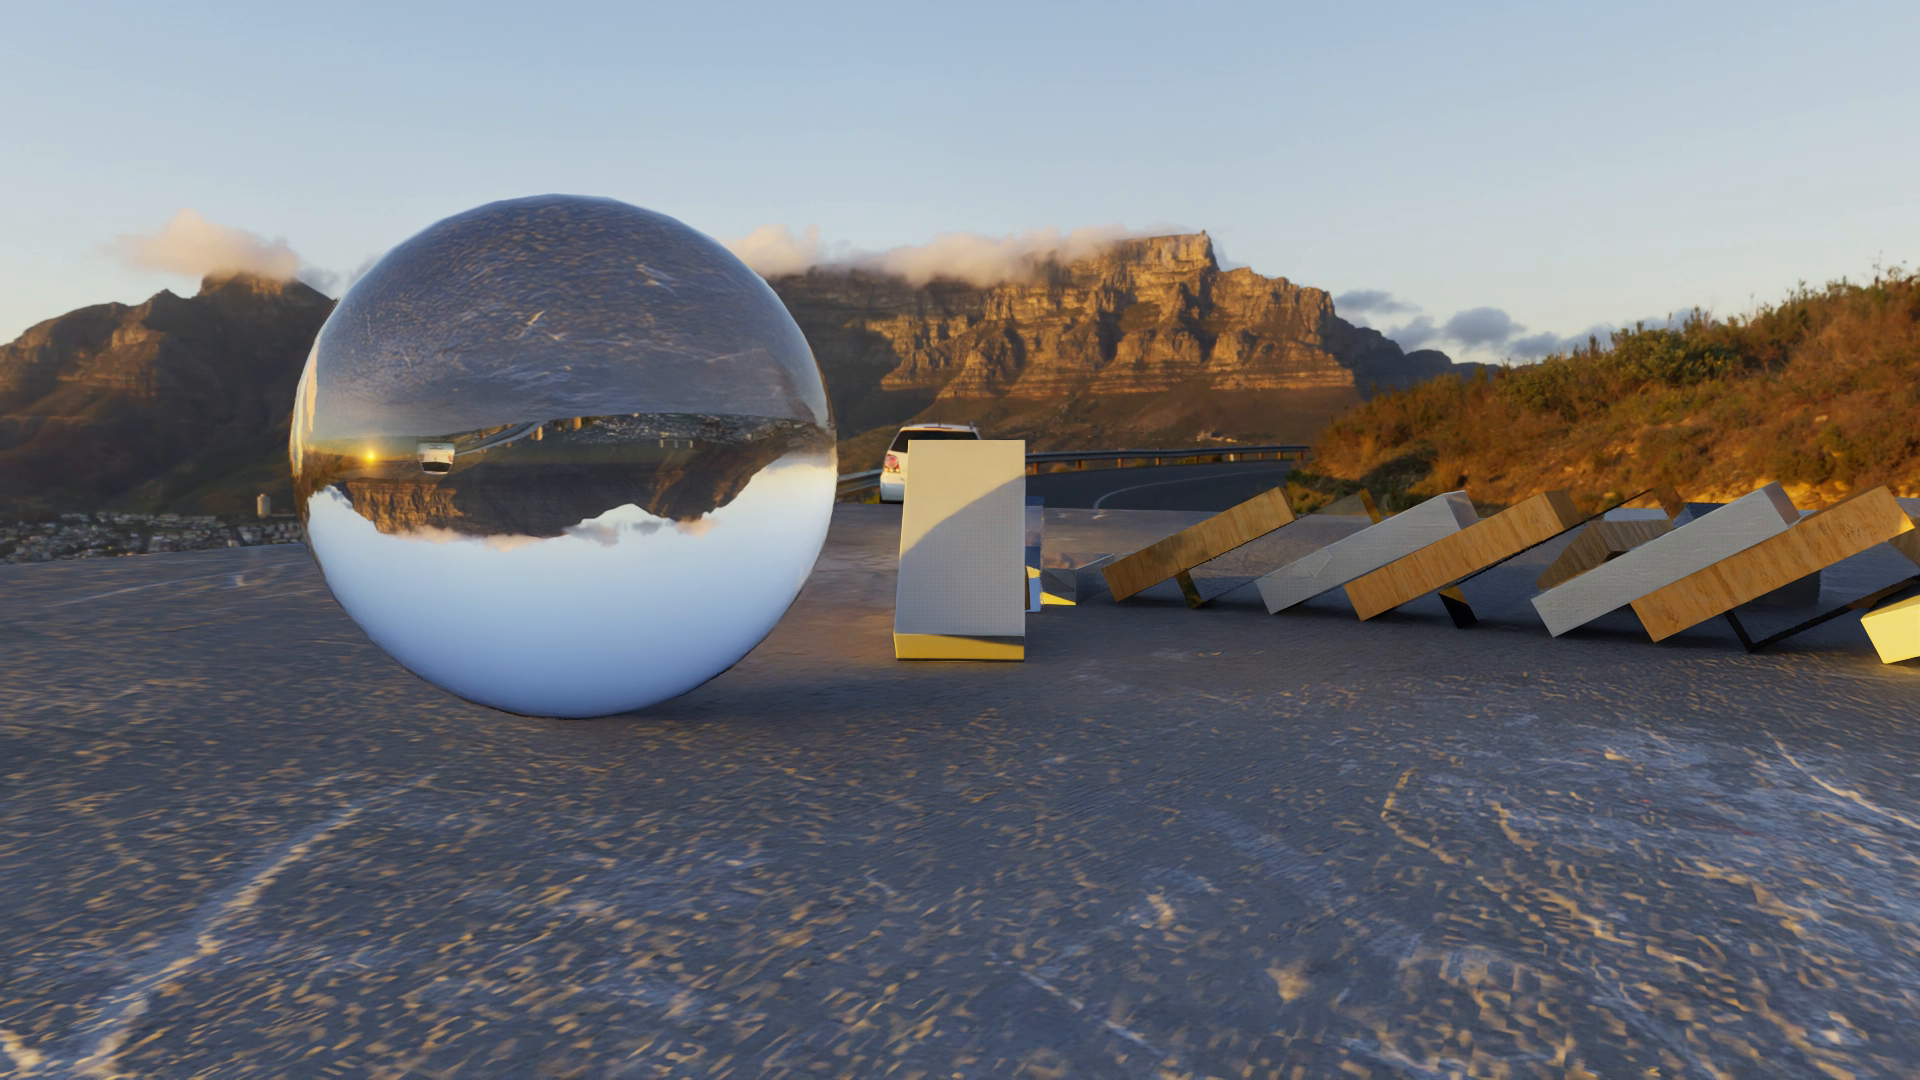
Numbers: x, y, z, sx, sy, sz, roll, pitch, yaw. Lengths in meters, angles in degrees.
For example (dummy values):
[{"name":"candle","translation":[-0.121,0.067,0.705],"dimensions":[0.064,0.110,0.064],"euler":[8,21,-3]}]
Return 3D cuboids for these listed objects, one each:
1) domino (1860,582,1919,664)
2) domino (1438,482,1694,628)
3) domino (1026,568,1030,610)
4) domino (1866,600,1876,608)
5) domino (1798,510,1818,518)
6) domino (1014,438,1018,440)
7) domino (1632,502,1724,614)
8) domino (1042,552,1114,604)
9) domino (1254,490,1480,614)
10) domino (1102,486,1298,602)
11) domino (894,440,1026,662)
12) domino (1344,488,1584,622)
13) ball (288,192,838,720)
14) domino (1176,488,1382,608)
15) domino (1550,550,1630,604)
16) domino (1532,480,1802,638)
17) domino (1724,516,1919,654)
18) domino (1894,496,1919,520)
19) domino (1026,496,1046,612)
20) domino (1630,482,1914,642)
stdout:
[{"name":"domino","translation":[0.199,0.008,0.237],"dimensions":[0.025,0.009,0.050],"euler":[-22,-6,-39]},{"name":"domino","translation":[0.137,0.004,0.291],"dimensions":[0.050,0.010,0.025],"euler":[-34,-16,35]},{"name":"domino","translation":[0.002,0.002,0.322],"dimensions":[0.025,0.010,0.050],"euler":[-6,29,-2]},{"name":"domino","translation":[0.249,0.012,0.347],"dimensions":[0.025,0.010,0.050],"euler":[0,4,0]},{"name":"domino","translation":[0.209,0.003,0.356],"dimensions":[0.050,0.025,0.009],"euler":[3,46,33]},{"name":"domino","translation":[0.001,-0.001,0.288],"dimensions":[0.025,0.050,0.010],"euler":[-1,-38,2]},{"name":"domino","translation":[0.178,0.005,0.306],"dimensions":[0.025,0.009,0.050],"euler":[4,-19,41]},{"name":"domino","translation":[0.027,0.010,0.367],"dimensions":[0.025,0.010,0.050],"euler":[1,5,18]},{"name":"domino","translation":[0.101,0.003,0.318],"dimensions":[0.050,0.009,0.025],"euler":[-29,-12,31]},{"name":"domino","translation":[0.064,0.001,0.341],"dimensions":[0.050,0.010,0.025],"euler":[-26,-6,16]},{"name":"domino","translation":[0.001,0.001,0.263],"dimensions":[0.025,0.050,0.010],"euler":[0,-38,3]},{"name":"domino","translation":[0.120,0.004,0.305],"dimensions":[0.050,0.010,0.025],"euler":[-31,-14,33]},{"name":"ball","translation":[-0.059,-0.012,0.199],"dimensions":[0.080,0.080,0.080],"euler":[0,4,0]},{"name":"domino","translation":[0.083,0.002,0.332],"dimensions":[0.050,0.010,0.025],"euler":[-27,-7,22]},{"name":"domino","translation":[0.183,0.005,0.336],"dimensions":[0.050,0.009,0.025],"euler":[-1,-38,-18]},{"name":"domino","translation":[0.153,0.004,0.278],"dimensions":[0.050,0.009,0.025],"euler":[-36,-16,36]},{"name":"domino","translation":[0.183,0.006,0.259],"dimensions":[0.050,0.010,0.025],"euler":[-34,-15,31]},{"name":"domino","translation":[0.256,0.004,0.320],"dimensions":[0.025,0.010,0.050],"euler":[4,26,8]},{"name":"domino","translation":[0.009,0.003,0.342],"dimensions":[0.025,0.009,0.050],"euler":[-1,26,6]},{"name":"domino","translation":[0.169,0.005,0.268],"dimensions":[0.050,0.010,0.025],"euler":[-34,-15,32]}]
